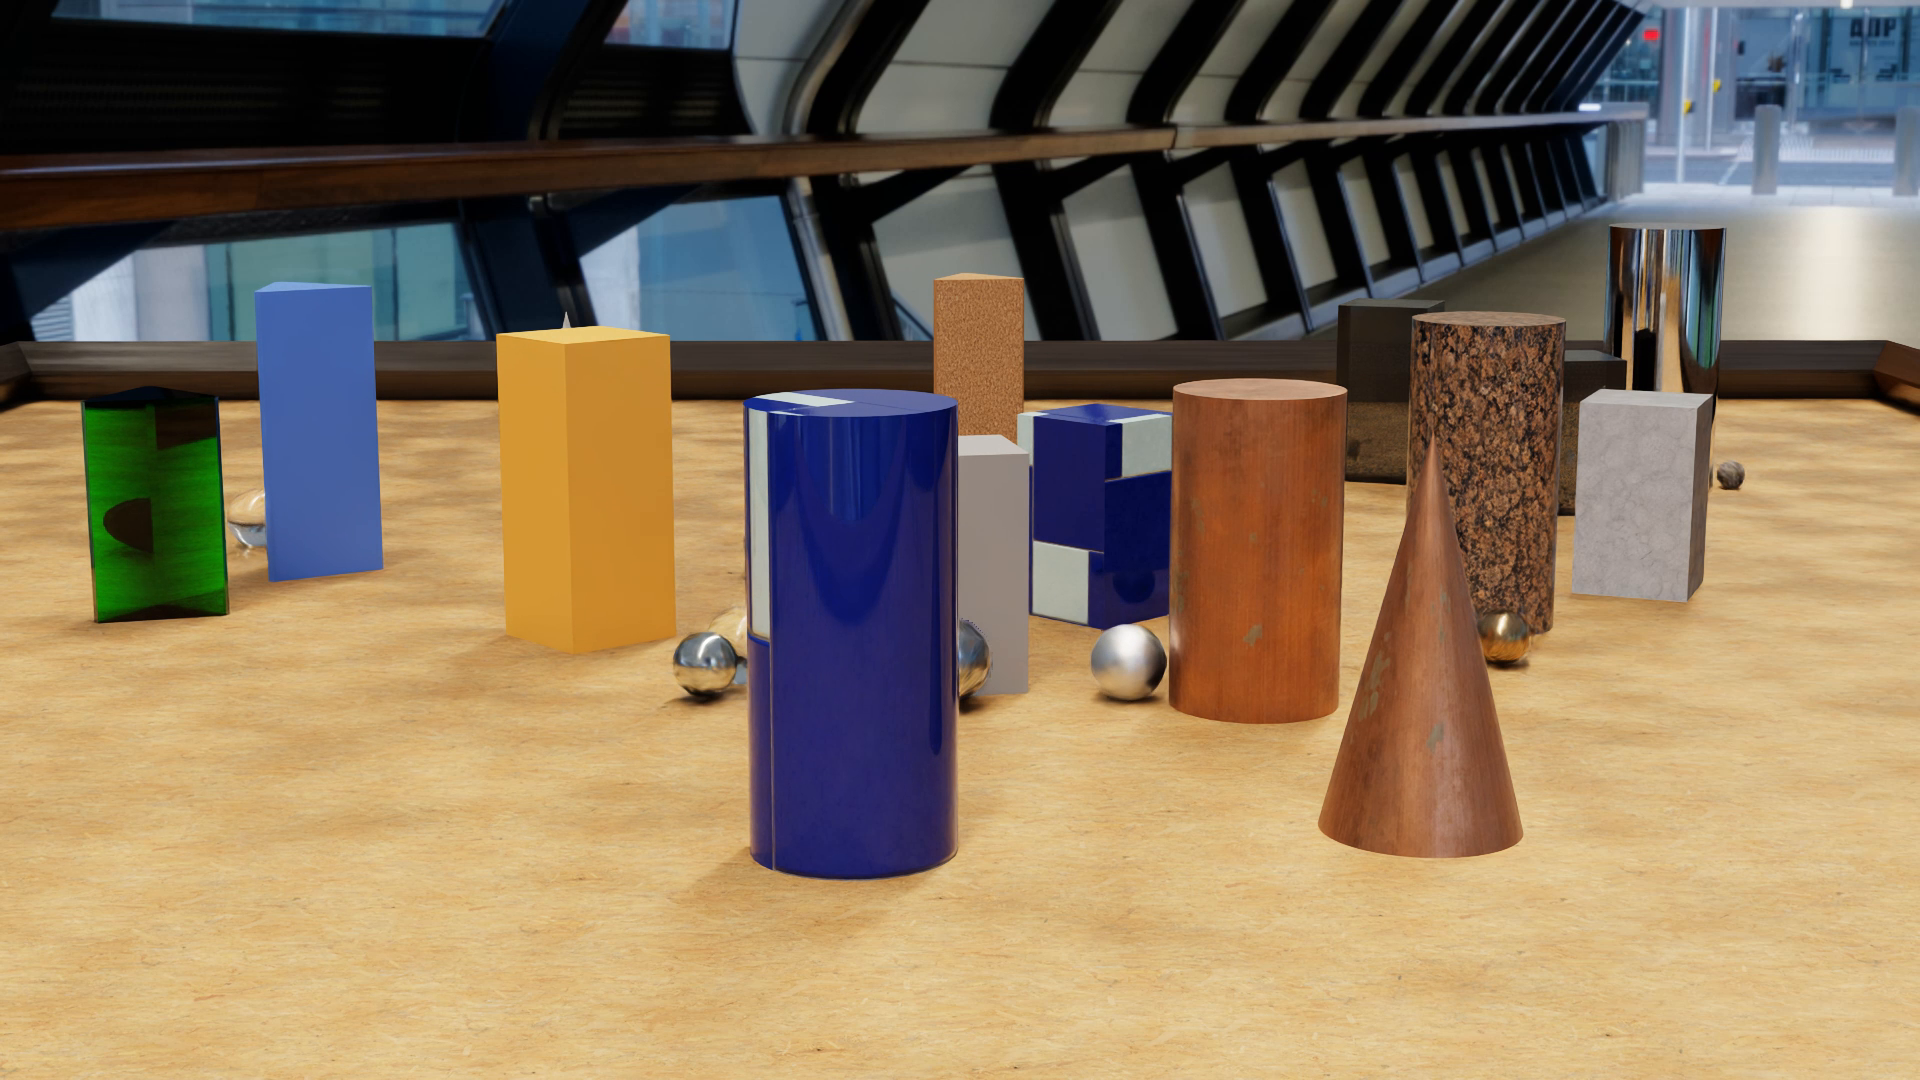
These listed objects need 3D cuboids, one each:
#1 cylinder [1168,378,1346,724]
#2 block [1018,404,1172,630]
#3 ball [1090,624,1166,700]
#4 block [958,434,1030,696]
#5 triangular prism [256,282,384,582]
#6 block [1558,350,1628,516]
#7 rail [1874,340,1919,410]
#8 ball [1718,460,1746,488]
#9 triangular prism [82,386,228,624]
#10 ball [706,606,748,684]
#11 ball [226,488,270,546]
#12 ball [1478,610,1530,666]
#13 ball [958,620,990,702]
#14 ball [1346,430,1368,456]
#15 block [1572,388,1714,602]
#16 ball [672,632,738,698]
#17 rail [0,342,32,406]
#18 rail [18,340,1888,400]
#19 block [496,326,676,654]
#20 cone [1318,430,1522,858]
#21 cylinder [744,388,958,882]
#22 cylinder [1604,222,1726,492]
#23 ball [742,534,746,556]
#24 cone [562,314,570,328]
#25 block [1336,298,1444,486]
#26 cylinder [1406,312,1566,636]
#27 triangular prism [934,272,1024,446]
[{"bbox_3d":[0.339,0.009,2.933,0.196,0.365,0.196,0,11,0],"label":"cylinder"},{"bbox_3d":[0.187,-0.035,3.432,0.157,0.269,0.157,10,15,44],"label":"block"},{"bbox_3d":[0.195,0.141,2.975,0.088,0.088,0.088,0,11,0],"label":"ball"},{"bbox_3d":[-0.012,0.029,3.046,0.157,0.284,0.157,-2,11,-11],"label":"block"},{"bbox_3d":[-0.955,-0.163,3.728,0.170,0.413,0.147,-7,13,-34],"label":"triangular prism"},{"bbox_3d":[0.994,-0.178,4.244,0.157,0.254,0.157,-1,11,-6],"label":"block"},{"bbox_3d":[2.032,0.031,3.460,0.045,0.127,4.469,0,11,0],"label":"rail"},{"bbox_3d":[1.343,-0.114,4.465,0.048,0.048,0.048,0,11,0],"label":"ball"},{"bbox_3d":[-1.083,-0.052,3.455,0.170,0.294,0.147,-3,11,-18],"label":"triangular prism"},{"bbox_3d":[-0.257,0.125,3.048,0.094,0.094,0.094,0,11,0],"label":"ball"},{"bbox_3d":[-1.075,-0.034,3.922,0.089,0.089,0.089,0,11,0],"label":"ball"},{"bbox_3d":[0.665,0.120,3.147,0.068,0.068,0.068,0,11,0],"label":"ball"},{"bbox_3d":[-0.013,0.139,2.934,0.097,0.097,0.097,0,11,0],"label":"ball"},{"bbox_3d":[0.743,-0.182,4.831,0.048,0.048,0.048,0,11,0],"label":"ball"},{"bbox_3d":[0.957,-0.066,3.597,0.157,0.269,0.157,5,11,23],"label":"block"},{"bbox_3d":[-0.296,0.144,2.974,0.076,0.076,0.076,0,11,0],"label":"ball"},{"bbox_3d":[-2.032,0.035,3.437,0.045,0.127,4.469,0,11,0],"label":"rail"},{"bbox_3d":[-0.013,-0.370,5.622,4.111,0.127,0.045,0,11,0],"label":"rail"},{"bbox_3d":[-0.477,-0.068,3.281,0.157,0.390,0.157,-9,14,-41],"label":"block"},{"bbox_3d":[0.445,0.087,2.446,0.196,0.388,0.196,0,11,0],"label":"cone"},{"bbox_3d":[-0.100,0.082,2.375,0.196,0.423,0.196,0,11,0],"label":"cylinder"},{"bbox_3d":[1.215,-0.317,4.449,0.196,0.453,0.196,0,11,0],"label":"cylinder"},{"bbox_3d":[-0.272,0.006,3.714,0.085,0.085,0.085,0,11,0],"label":"ball"},{"bbox_3d":[-0.547,-0.126,3.596,0.196,0.389,0.196,0,11,0],"label":"cone"},{"bbox_3d":[0.764,-0.266,4.561,0.157,0.311,0.157,4,11,21],"label":"block"},{"bbox_3d":[0.684,-0.089,3.356,0.196,0.402,0.196,0,11,0],"label":"cylinder"},{"bbox_3d":[0.023,-0.336,4.882,0.170,0.332,0.147,-2,11,-10],"label":"triangular prism"}]
